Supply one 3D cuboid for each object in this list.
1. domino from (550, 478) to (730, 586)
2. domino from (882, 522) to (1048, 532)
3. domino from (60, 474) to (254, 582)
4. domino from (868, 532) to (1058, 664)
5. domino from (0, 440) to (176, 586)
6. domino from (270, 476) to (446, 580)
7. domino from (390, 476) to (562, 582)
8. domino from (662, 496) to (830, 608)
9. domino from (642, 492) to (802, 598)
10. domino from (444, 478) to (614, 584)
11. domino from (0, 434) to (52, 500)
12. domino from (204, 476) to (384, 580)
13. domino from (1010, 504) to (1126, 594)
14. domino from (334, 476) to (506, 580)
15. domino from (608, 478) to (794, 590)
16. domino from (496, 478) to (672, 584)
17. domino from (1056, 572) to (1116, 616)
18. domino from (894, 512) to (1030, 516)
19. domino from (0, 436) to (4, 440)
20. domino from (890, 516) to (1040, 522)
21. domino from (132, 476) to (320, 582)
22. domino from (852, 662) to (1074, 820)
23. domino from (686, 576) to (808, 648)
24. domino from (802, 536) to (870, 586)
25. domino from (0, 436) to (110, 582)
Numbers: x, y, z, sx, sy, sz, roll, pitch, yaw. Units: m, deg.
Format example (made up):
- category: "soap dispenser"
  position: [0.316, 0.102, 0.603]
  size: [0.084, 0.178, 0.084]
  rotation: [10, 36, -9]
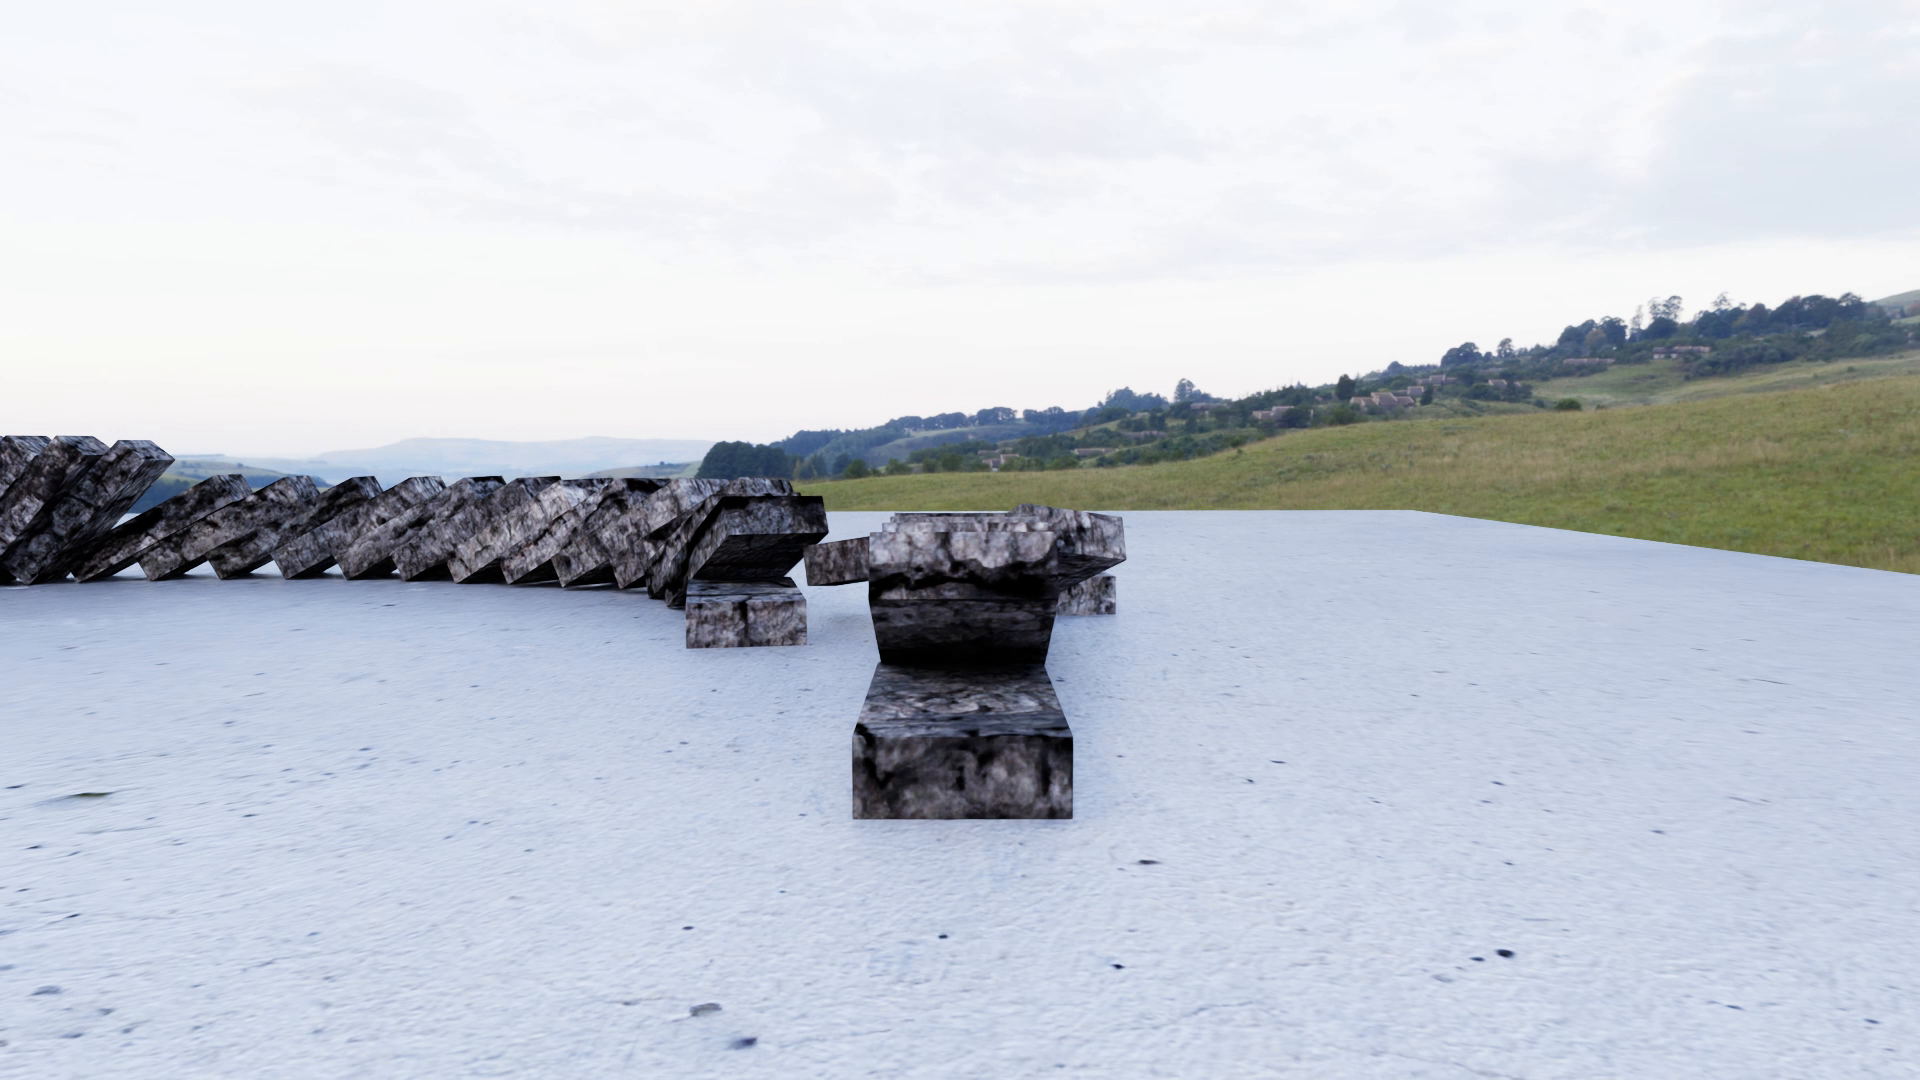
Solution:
- category: "domino"
  position: [-0.092, -0.002, 0.375]
  size: [0.050, 0.009, 0.025]
  rotation: [-29, -9, 21]
- category: "domino"
  position: [0.001, 0.011, 0.215]
  size: [0.025, 0.009, 0.050]
  rotation: [0, -22, 0]
- category: "domino"
  position: [-0.253, -0.004, 0.406]
  size: [0.050, 0.010, 0.025]
  rotation: [-31, 10, -9]
- category: "domino"
  position: [0.000, 0.013, 0.193]
  size: [0.025, 0.009, 0.050]
  rotation: [0, -22, 0]
- category: "domino"
  position: [-0.270, -0.009, 0.399]
  size: [0.010, 0.050, 0.025]
  rotation: [42, -5, -12]
- category: "domino"
  position: [-0.192, -0.004, 0.413]
  size: [0.050, 0.009, 0.025]
  rotation: [-28, 5, 0]
- category: "domino"
  position: [-0.150, -0.004, 0.403]
  size: [0.050, 0.009, 0.025]
  rotation: [-28, -2, 12]
- category: "domino"
  position: [-0.054, 0.003, 0.320]
  size: [0.025, 0.009, 0.050]
  rotation: [-2, -21, -31]
- category: "domino"
  position: [-0.063, 0.002, 0.342]
  size: [0.025, 0.009, 0.050]
  rotation: [-3, -20, -35]
- category: "domino"
  position: [-0.130, -0.003, 0.393]
  size: [0.050, 0.009, 0.025]
  rotation: [-29, -7, 21]
- category: "domino"
  position: [-0.293, -0.009, 0.386]
  size: [0.009, 0.050, 0.025]
  rotation: [38, -5, -13]
- category: "domino"
  position: [-0.213, -0.005, 0.415]
  size: [0.050, 0.010, 0.025]
  rotation: [-29, 8, -7]
- category: "domino"
  position: [0.011, 0.006, 0.284]
  size: [0.025, 0.010, 0.050]
  rotation: [7, -21, -29]
- category: "domino"
  position: [-0.170, -0.004, 0.409]
  size: [0.050, 0.009, 0.025]
  rotation: [-28, 1, 8]
- category: "domino"
  position: [-0.073, -0.002, 0.367]
  size: [0.050, 0.009, 0.025]
  rotation: [-29, -11, 22]
- category: "domino"
  position: [-0.111, -0.003, 0.384]
  size: [0.050, 0.010, 0.025]
  rotation: [-29, -9, 20]
- category: "domino"
  position: [0.012, 0.013, 0.328]
  size: [0.050, 0.010, 0.025]
  rotation: [-1, 4, -10]
- category: "domino"
  position: [0.000, 0.008, 0.260]
  size: [0.025, 0.009, 0.050]
  rotation: [0, -21, 0]
- category: "domino"
  position: [-0.305, -0.009, 0.384]
  size: [0.009, 0.050, 0.025]
  rotation: [38, -5, -13]
- category: "domino"
  position: [0.001, 0.010, 0.237]
  size: [0.025, 0.009, 0.050]
  rotation: [0, -21, 0]
- category: "domino"
  position: [-0.233, -0.004, 0.411]
  size: [0.050, 0.010, 0.025]
  rotation: [-29, 9, -7]
- category: "domino"
  position: [0.000, 0.025, 0.170]
  size: [0.025, 0.010, 0.050]
  rotation: [0, 4, 0]
- category: "domino"
  position: [-0.050, 0.016, 0.293]
  size: [0.025, 0.009, 0.050]
  rotation: [-1, 4, -11]
- category: "domino"
  position: [-0.010, 0.003, 0.311]
  size: [0.050, 0.010, 0.025]
  rotation: [-8, -3, 9]
- category: "domino"
  position: [-0.282, -0.009, 0.391]
  size: [0.010, 0.050, 0.025]
  rotation: [38, -5, -13]
